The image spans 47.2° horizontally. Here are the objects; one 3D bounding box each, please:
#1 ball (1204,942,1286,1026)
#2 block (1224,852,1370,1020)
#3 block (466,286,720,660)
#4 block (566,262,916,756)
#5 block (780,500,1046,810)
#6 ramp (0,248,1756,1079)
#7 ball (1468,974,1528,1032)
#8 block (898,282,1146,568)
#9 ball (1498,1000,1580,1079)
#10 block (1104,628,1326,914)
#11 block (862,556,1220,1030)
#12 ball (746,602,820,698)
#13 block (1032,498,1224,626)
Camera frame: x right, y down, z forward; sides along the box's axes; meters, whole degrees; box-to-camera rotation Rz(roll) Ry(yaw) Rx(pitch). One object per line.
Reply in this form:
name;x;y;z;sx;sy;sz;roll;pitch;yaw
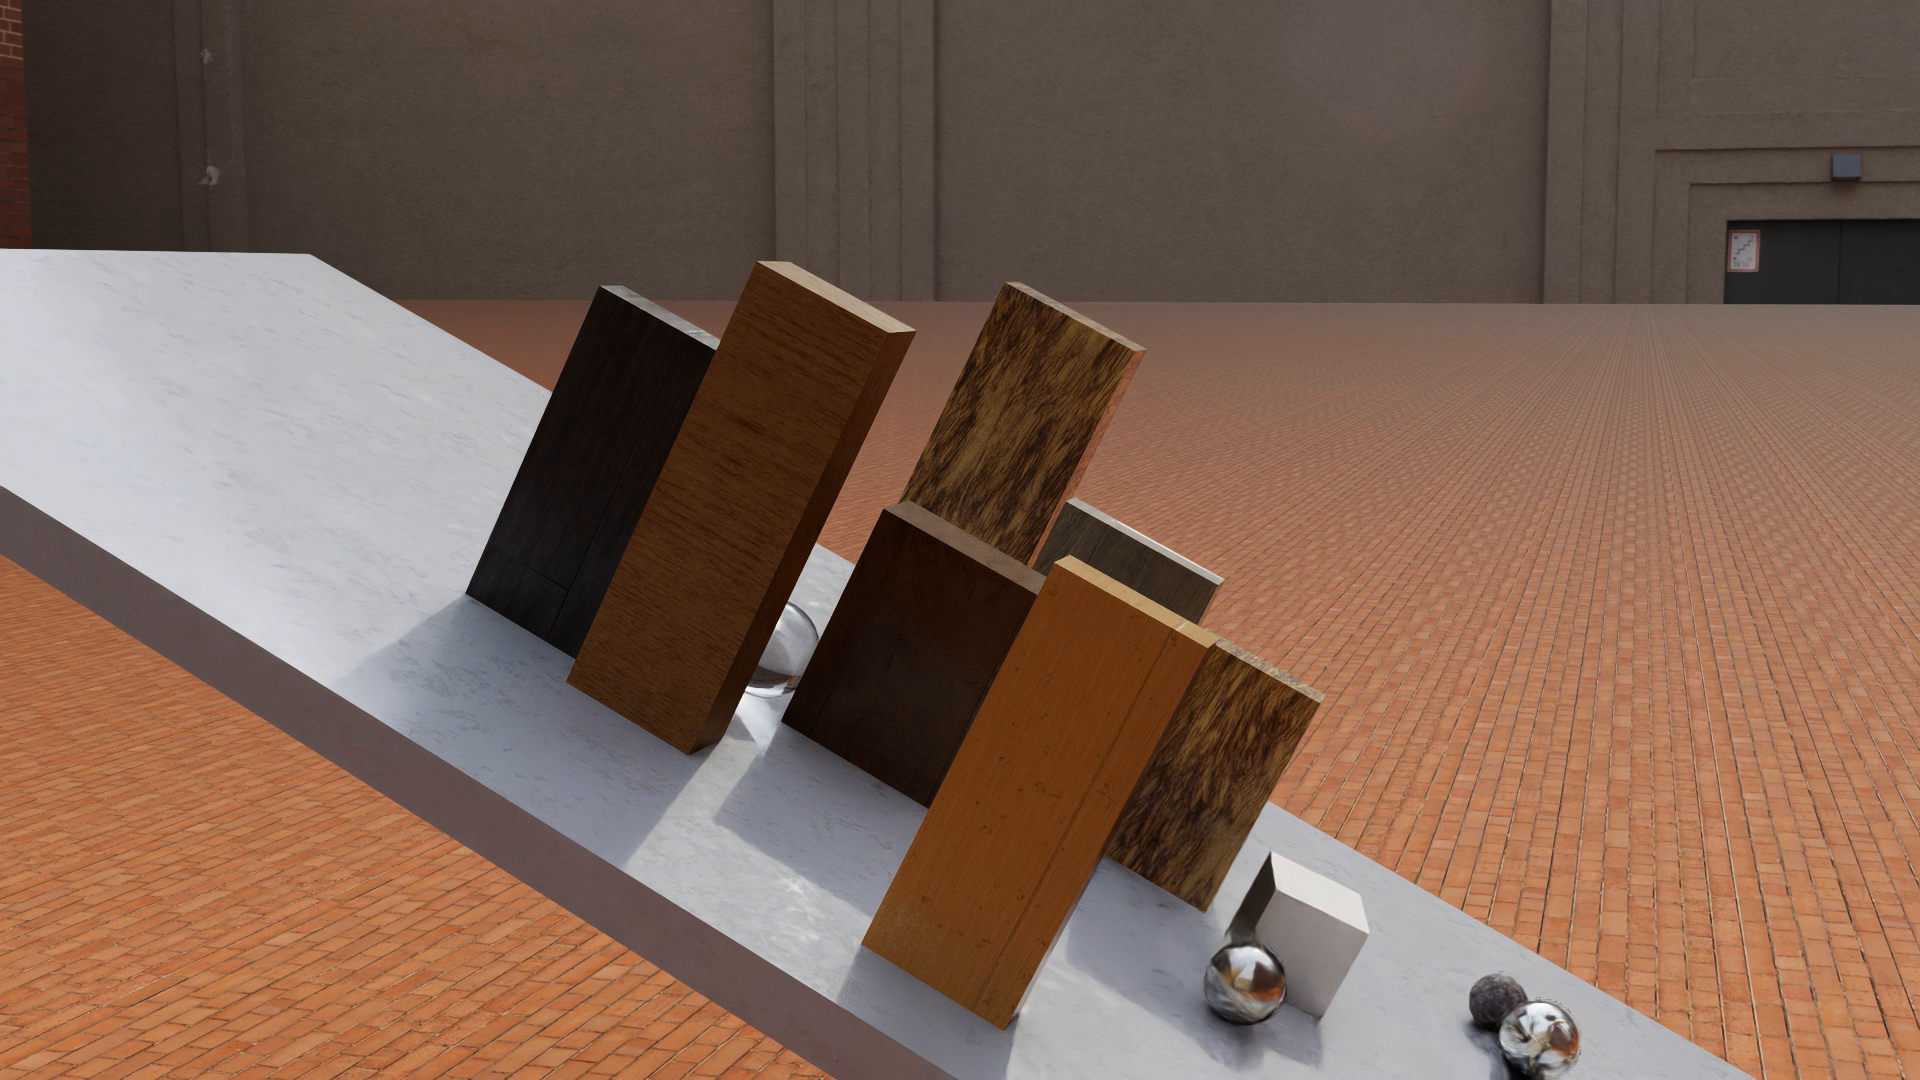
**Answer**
ball;0.477;0.744;3.687;0.137;0.137;0.137;0;7;0
block;0.602;0.708;3.950;0.182;0.182;0.182;26;14;-2
block;-0.618;-0.110;3.842;0.271;0.607;0.090;29;14;12
block;-0.371;-0.052;3.685;0.252;0.794;0.143;29;14;12
block;-0.072;0.207;4.008;0.326;0.446;0.148;29;14;12
ramp;-0.238;0.398;4.156;4.000;0.100;2.000;29;14;12
ball;1.032;0.888;4.218;0.111;0.111;0.111;0;7;0
block;0.090;-0.156;4.937;0.327;0.775;0.124;29;14;12
ball;1.074;0.927;4.077;0.146;0.146;0.146;0;7;0
block;0.460;0.432;4.122;0.255;0.459;0.084;29;14;12
block;0.114;0.377;3.265;0.252;0.664;0.091;29;14;12
ball;-0.353;0.200;4.070;0.187;0.187;0.187;0;7;0
block;0.271;0.214;4.514;0.352;0.489;0.080;29;14;12
